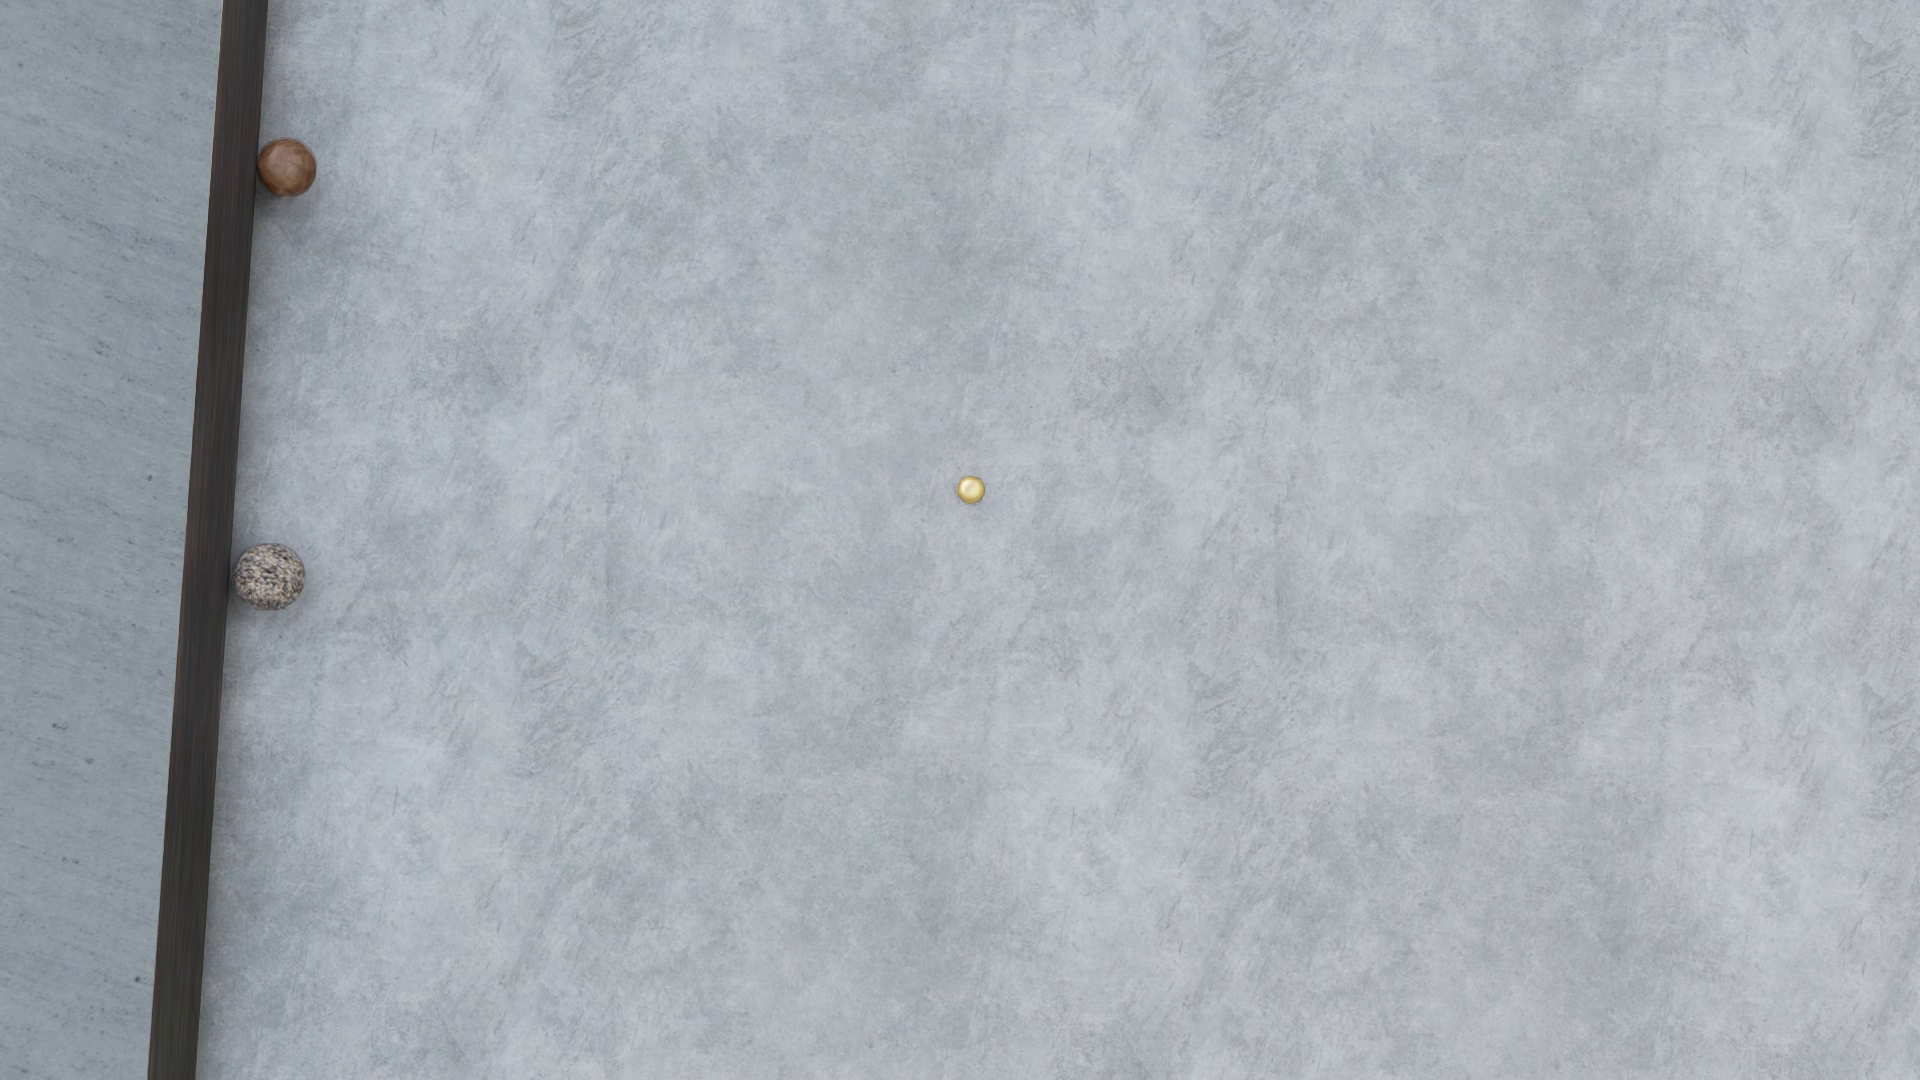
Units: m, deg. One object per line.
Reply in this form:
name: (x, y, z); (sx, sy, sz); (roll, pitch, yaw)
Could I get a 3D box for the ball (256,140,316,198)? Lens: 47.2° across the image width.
ball: (-1.013, -0.559, 3.309); (0.086, 0.086, 0.086); (0, 84, 0)

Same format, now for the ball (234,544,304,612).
ball: (-1.015, 0.055, 3.233); (0.100, 0.100, 0.100); (0, 84, 0)

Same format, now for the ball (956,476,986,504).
ball: (0.017, -0.075, 3.276); (0.042, 0.042, 0.042); (0, 84, 0)

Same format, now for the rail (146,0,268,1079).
rail: (-1.090, -0.036, 3.227); (0.045, 0.129, 2.544); (2, 84, 0)
